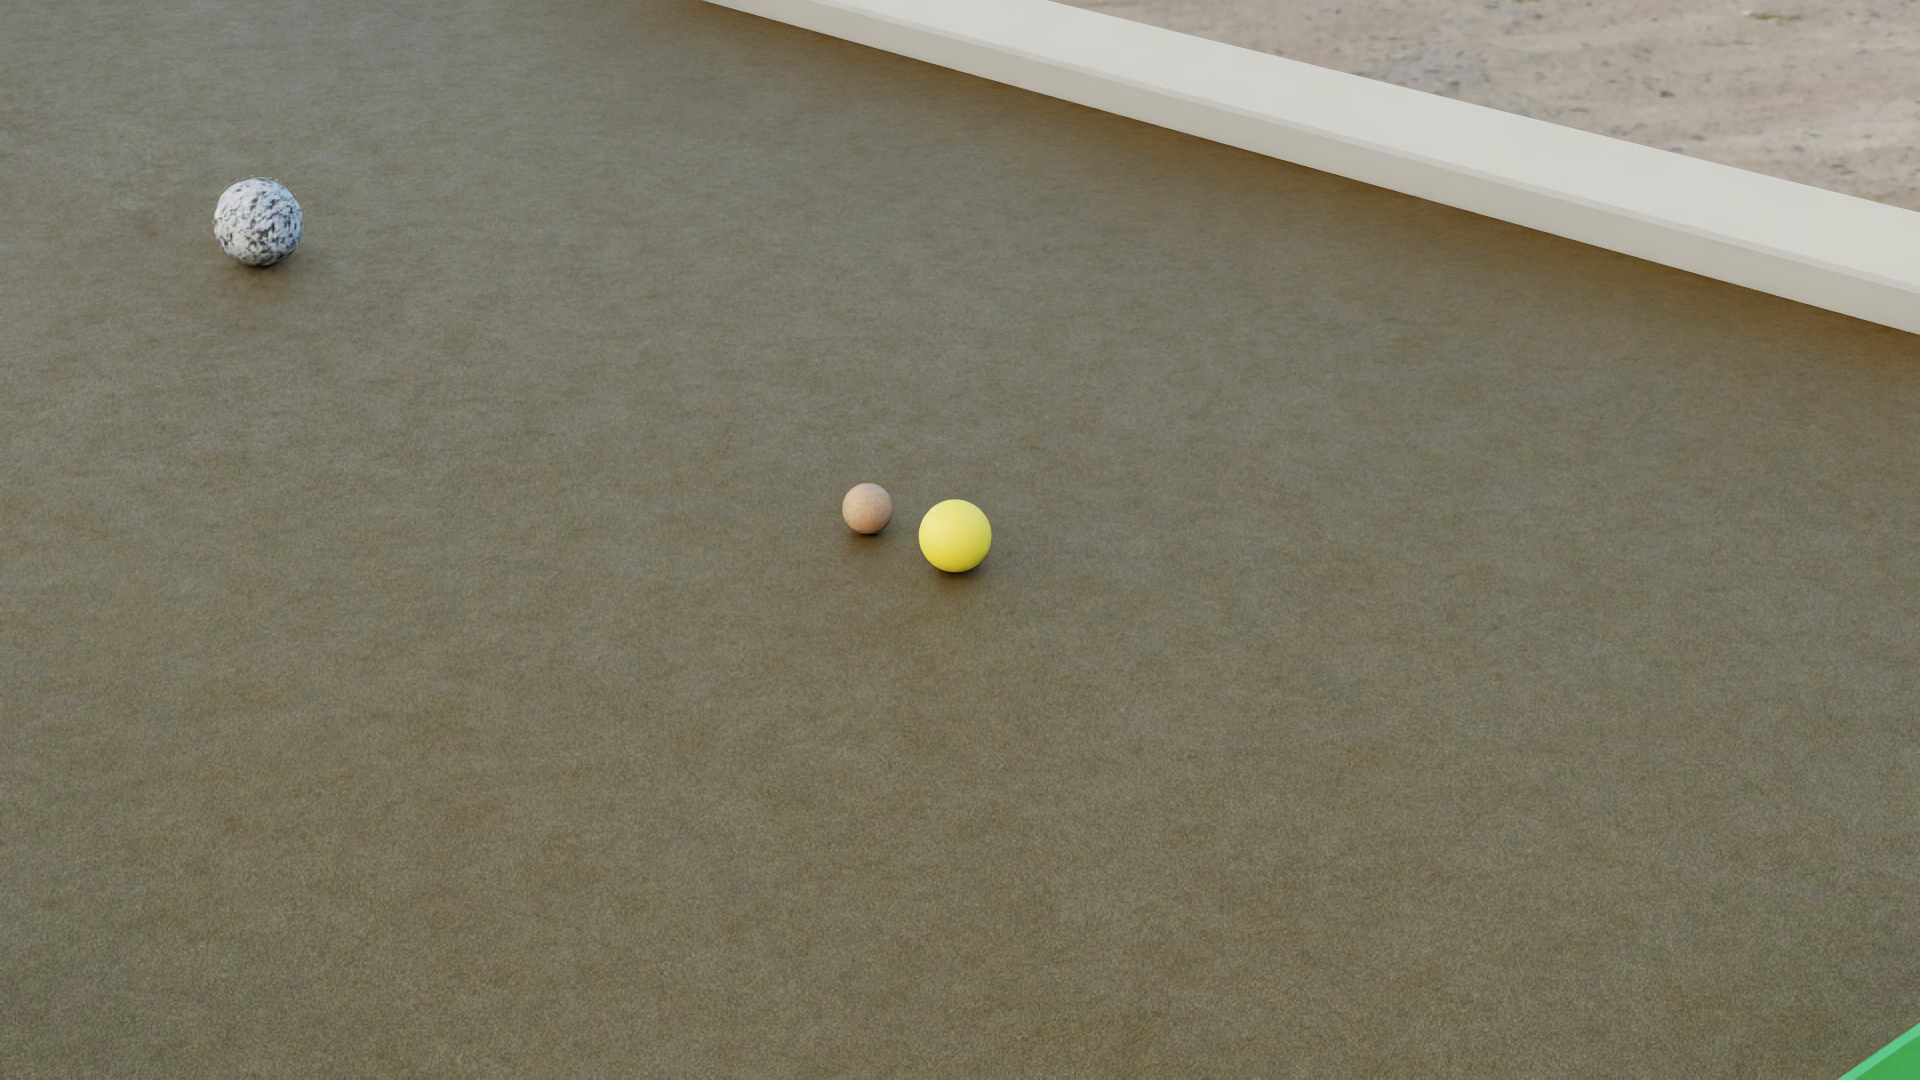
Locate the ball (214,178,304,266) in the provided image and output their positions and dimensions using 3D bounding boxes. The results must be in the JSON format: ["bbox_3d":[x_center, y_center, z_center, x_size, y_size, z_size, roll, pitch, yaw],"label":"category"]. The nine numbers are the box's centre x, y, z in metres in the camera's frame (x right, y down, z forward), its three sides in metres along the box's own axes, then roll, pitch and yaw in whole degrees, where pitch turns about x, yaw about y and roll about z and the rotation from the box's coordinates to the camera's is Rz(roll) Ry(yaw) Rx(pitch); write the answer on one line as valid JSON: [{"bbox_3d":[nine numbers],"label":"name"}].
[{"bbox_3d":[-0.736,-0.333,3.084,0.092,0.092,0.092,0,23,0],"label":"ball"}]

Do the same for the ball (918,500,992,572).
[{"bbox_3d":[-0.004,-0.003,2.361,0.059,0.059,0.059,0,23,0],"label":"ball"}]

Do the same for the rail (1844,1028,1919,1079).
[{"bbox_3d":[0.641,0.247,1.704,2.166,0.119,0.045,-20,30,-38],"label":"rail"}]

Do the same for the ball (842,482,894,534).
[{"bbox_3d":[-0.076,-0.026,2.434,0.043,0.043,0.043,0,23,0],"label":"ball"}]

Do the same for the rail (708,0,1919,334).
[{"bbox_3d":[0.126,-0.601,3.666,0.045,0.119,3.902,-20,30,-38],"label":"rail"}]
